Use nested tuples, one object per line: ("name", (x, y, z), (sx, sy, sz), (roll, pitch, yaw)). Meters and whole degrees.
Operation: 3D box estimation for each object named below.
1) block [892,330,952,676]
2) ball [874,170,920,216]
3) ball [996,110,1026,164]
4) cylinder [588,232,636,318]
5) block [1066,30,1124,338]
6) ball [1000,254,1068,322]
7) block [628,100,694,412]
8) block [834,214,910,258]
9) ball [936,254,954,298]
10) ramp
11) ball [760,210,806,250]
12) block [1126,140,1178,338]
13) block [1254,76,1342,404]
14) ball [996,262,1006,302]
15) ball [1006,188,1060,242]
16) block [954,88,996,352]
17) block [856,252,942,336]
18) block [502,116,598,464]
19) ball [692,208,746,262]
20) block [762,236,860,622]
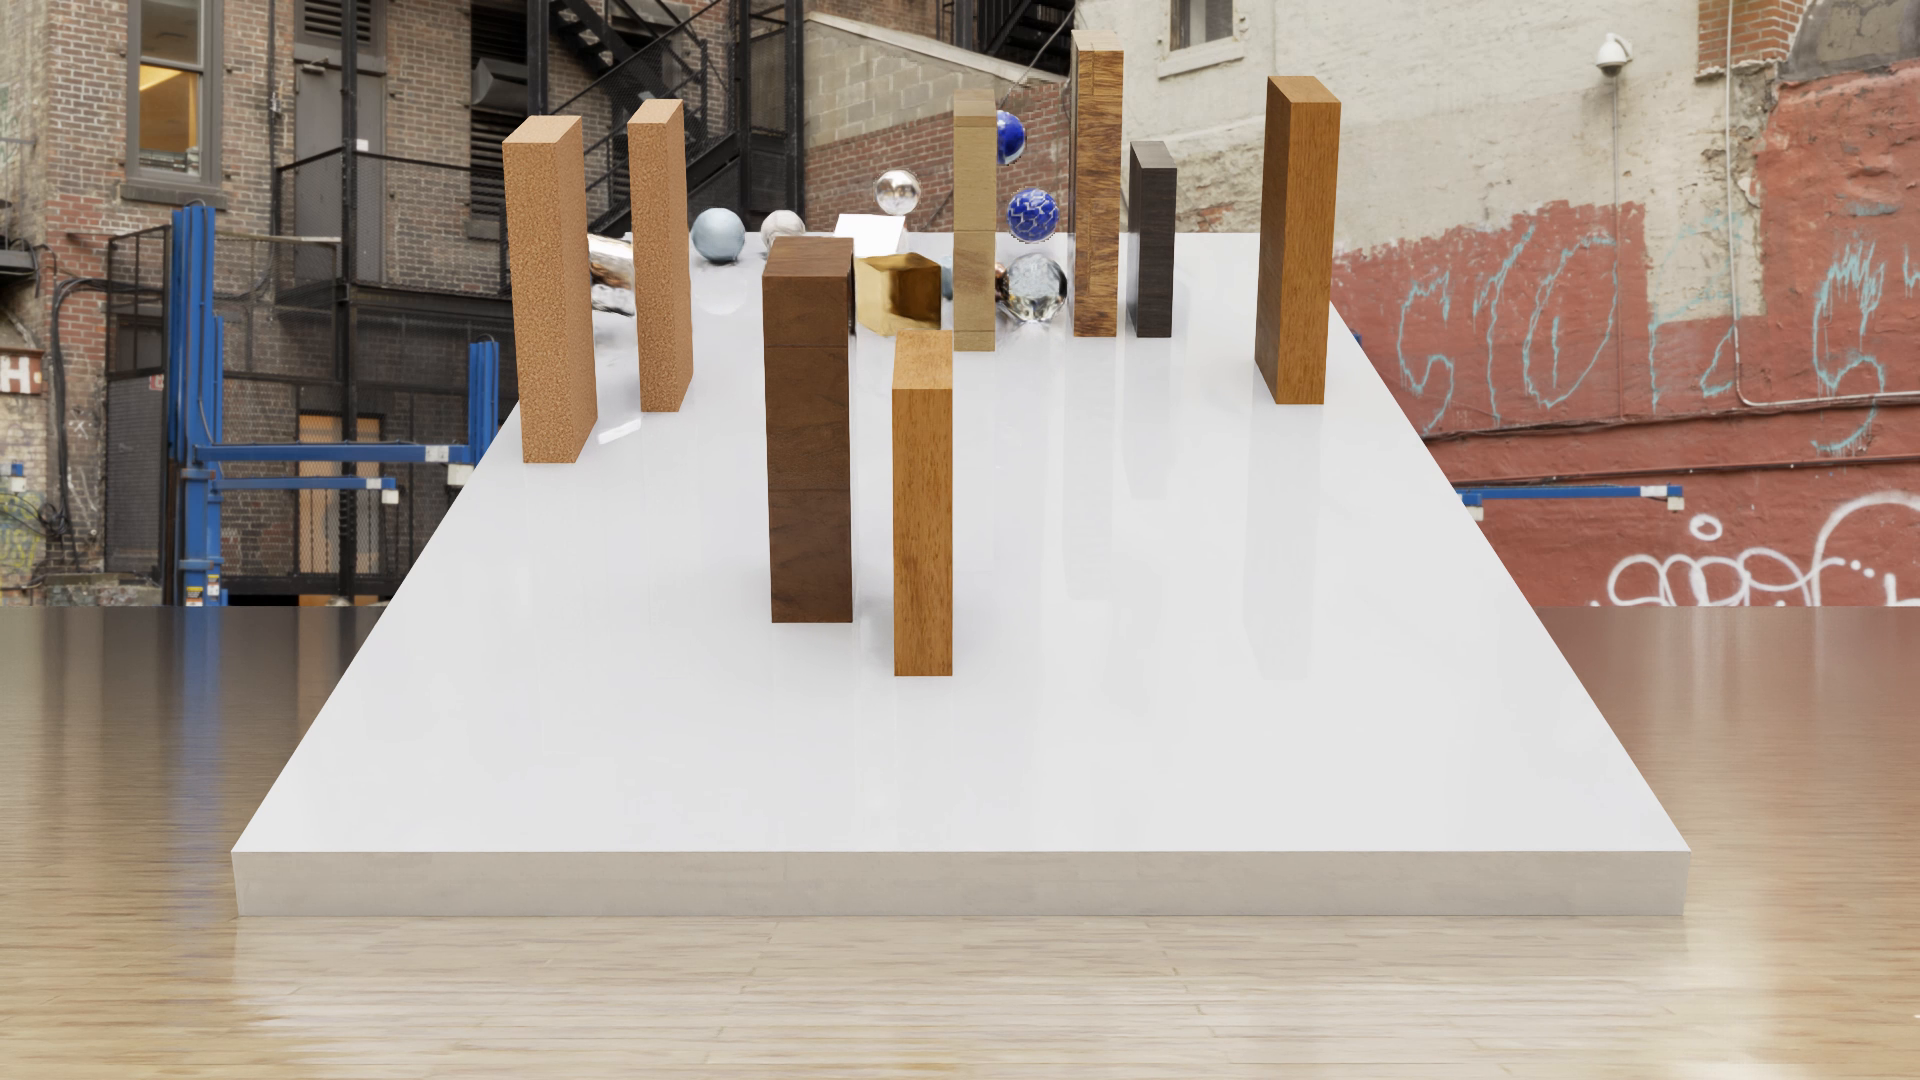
("block", (-0.059, -0.068, 3.760), (0.095, 0.483, 0.365), (0, 20, 0))
("ball", (-0.180, -1.001, 6.522), (0.132, 0.132, 0.132), (0, -2, 0))
("ball", (0.104, -1.061, 5.972), (0.140, 0.140, 0.140), (0, -2, 0))
("cylinder", (-0.890, -0.662, 5.624), (0.186, 0.186, 0.186), (10, -6, -25))
("block", (0.340, -0.912, 5.764), (0.108, 0.711, 0.392), (0, 20, 0))
("ball", (0.190, -0.647, 5.821), (0.175, 0.175, 0.175), (0, -2, 0))
("block", (-0.673, -0.646, 5.118), (0.083, 0.646, 0.326), (0, 20, 0))
("block", (-0.237, -0.733, 5.969), (0.174, 0.174, 0.174), (4, -43, 9))
("ball", (-0.018, -0.708, 6.072), (0.117, 0.117, 0.117), (0, -2, 0))
("ramp", (-0.005, -0.205, 4.999), (2.000, 0.100, 4.000), (0, 20, 0))
("ball", (-0.513, -0.891, 6.558), (0.130, 0.130, 0.130), (0, -2, 0))
("block", (0.488, -0.776, 5.804), (0.087, 0.429, 0.386), (0, 20, 0))
("block", (0.771, -0.695, 5.208), (0.108, 0.681, 0.394), (0, 20, 0))
("ball", (0.076, -0.684, 6.005), (0.118, 0.118, 0.118), (0, -2, 0))
("ball", (0.209, -0.933, 6.505), (0.151, 0.151, 0.151), (0, -2, 0))
("block", (0.035, -0.807, 5.670), (0.102, 0.576, 0.424), (0, 20, 0))
("block", (-0.156, -0.627, 5.775), (0.167, 0.167, 0.167), (-9, 22, -23))
("block", (-0.857, -0.530, 4.763), (0.107, 0.669, 0.327), (0, 20, 0))
("ball", (-0.689, -0.871, 6.466), (0.155, 0.155, 0.155), (0, -2, 0))
("block", (-0.254, -0.195, 3.927), (0.139, 0.607, 0.303), (0, 20, 0))
